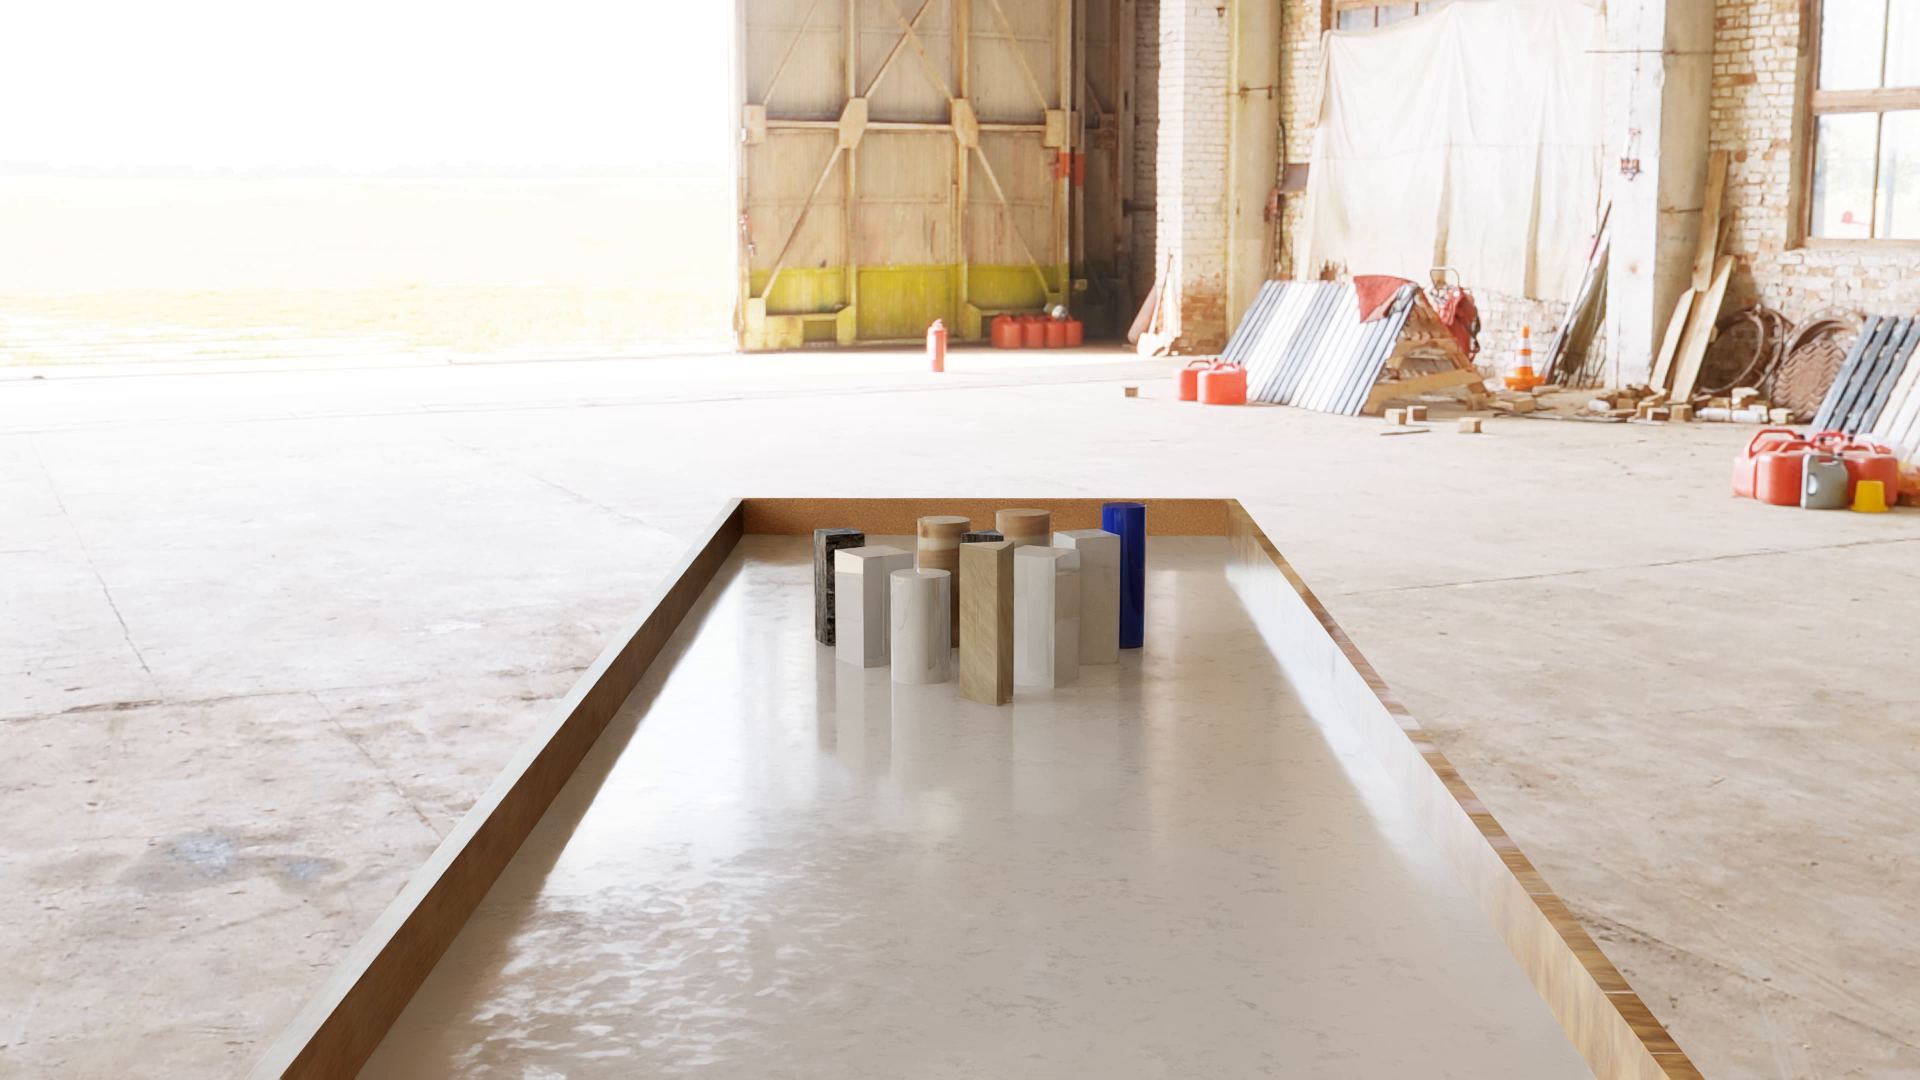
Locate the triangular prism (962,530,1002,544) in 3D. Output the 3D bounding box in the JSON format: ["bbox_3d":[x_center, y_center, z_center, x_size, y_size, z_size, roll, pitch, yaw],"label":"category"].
[{"bbox_3d":[0.085,0.167,6.719,0.132,0.388,0.114,3,10,19],"label":"triangular prism"}]

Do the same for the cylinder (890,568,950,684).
[{"bbox_3d":[-0.114,0.251,6.432,0.177,0.312,0.177,0,9,0],"label":"cylinder"}]

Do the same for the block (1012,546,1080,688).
[{"bbox_3d":[0.233,0.221,6.405,0.175,0.379,0.175,5,10,27],"label":"block"}]

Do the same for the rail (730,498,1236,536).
[{"bbox_3d":[0.099,-0.098,9.147,2.100,0.150,0.050,0,9,1],"label":"rail"}]

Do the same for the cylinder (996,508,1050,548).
[{"bbox_3d":[0.199,0.116,6.954,0.172,0.413,0.172,0,9,0],"label":"cylinder"}]

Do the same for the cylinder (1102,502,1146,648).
[{"bbox_3d":[0.513,0.110,6.899,0.137,0.443,0.137,0,9,0],"label":"cylinder"}]

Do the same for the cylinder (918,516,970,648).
[{"bbox_3d":[-0.050,0.130,6.926,0.167,0.394,0.167,0,9,0],"label":"cylinder"}]

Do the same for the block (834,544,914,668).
[{"bbox_3d":[-0.260,0.200,6.674,0.174,0.336,0.174,-6,11,-31],"label":"block"}]

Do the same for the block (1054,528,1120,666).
[{"bbox_3d":[0.383,0.172,6.683,0.151,0.388,0.151,-4,10,-23],"label":"block"}]

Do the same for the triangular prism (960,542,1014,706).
[{"bbox_3d":[0.101,0.228,6.163,0.135,0.440,0.156,-9,12,-43],"label":"triangular prism"}]

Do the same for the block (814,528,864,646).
[{"bbox_3d":[-0.380,0.147,6.954,0.127,0.353,0.127,-3,10,-21],"label":"block"}]

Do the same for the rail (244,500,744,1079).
[{"bbox_3d":[-1.004,0.839,3.234,0.050,0.150,12.000,0,9,1],"label":"rail"}]

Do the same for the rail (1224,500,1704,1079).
[{"bbox_3d":[1.046,0.843,3.208,0.050,0.150,12.000,0,9,1],"label":"rail"}]
